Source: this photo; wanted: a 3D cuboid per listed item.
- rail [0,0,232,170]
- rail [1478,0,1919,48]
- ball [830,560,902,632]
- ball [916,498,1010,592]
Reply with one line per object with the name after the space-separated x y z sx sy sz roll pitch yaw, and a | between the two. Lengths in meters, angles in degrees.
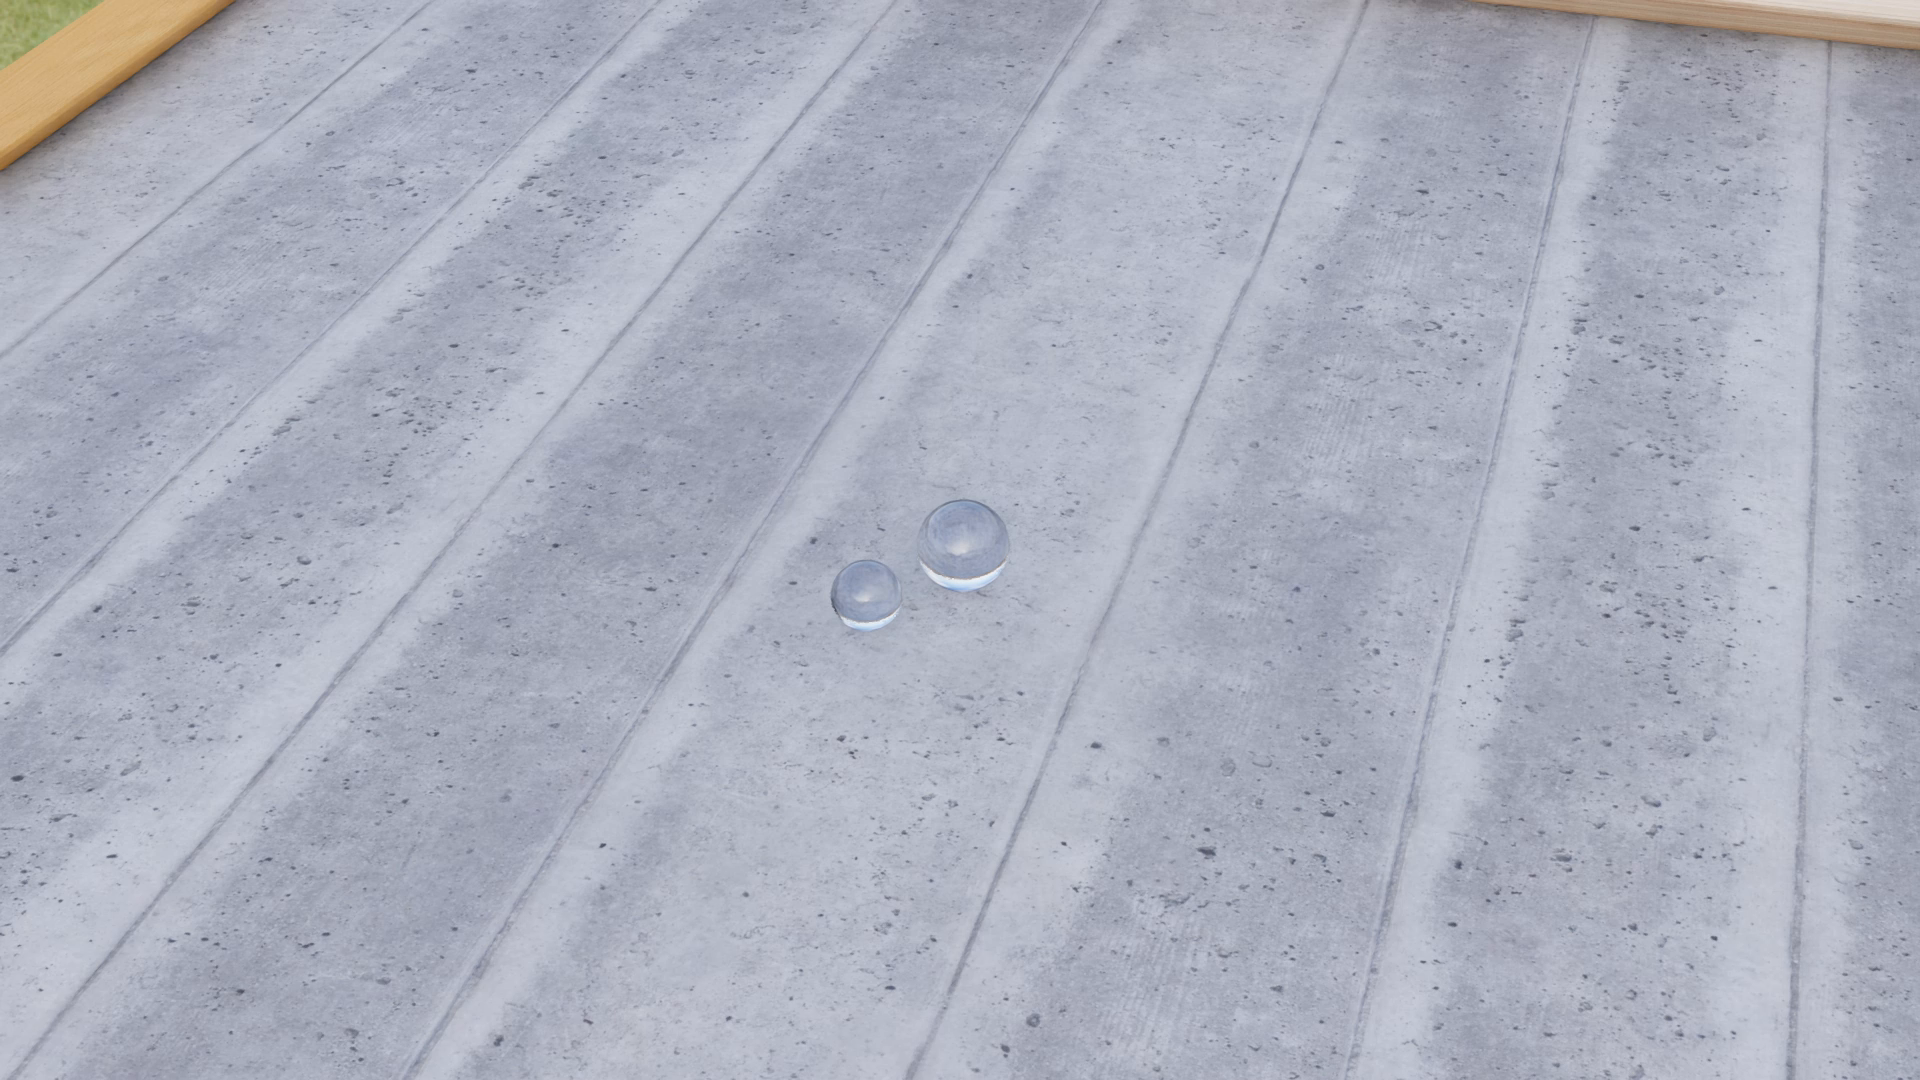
-1.026 -0.183 2.158 0.045 0.090 2.467 9 35 14 | rail
1.392 -0.489 2.610 4.377 0.090 0.045 9 35 14 | rail
-0.068 0.040 1.863 0.052 0.052 0.052 0 34 0 | ball
0.002 0.004 1.902 0.069 0.069 0.069 0 34 0 | ball
